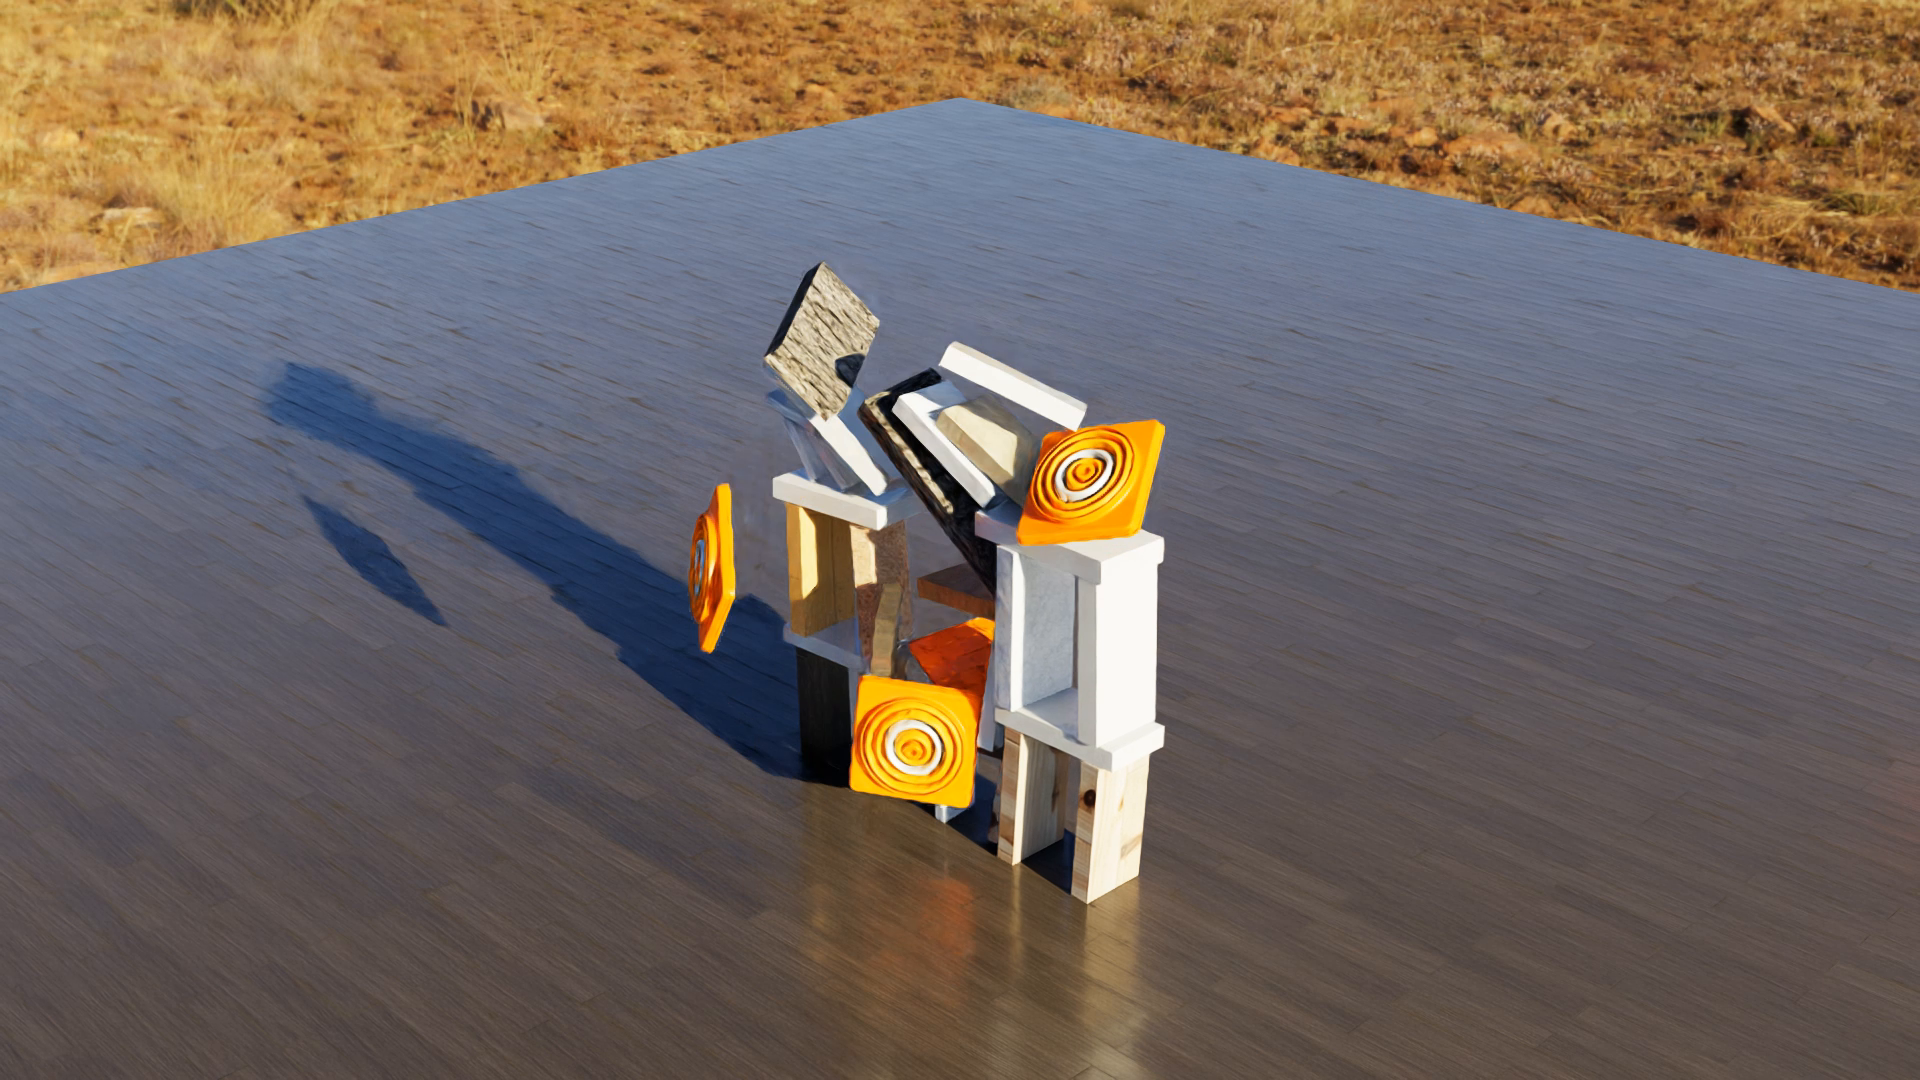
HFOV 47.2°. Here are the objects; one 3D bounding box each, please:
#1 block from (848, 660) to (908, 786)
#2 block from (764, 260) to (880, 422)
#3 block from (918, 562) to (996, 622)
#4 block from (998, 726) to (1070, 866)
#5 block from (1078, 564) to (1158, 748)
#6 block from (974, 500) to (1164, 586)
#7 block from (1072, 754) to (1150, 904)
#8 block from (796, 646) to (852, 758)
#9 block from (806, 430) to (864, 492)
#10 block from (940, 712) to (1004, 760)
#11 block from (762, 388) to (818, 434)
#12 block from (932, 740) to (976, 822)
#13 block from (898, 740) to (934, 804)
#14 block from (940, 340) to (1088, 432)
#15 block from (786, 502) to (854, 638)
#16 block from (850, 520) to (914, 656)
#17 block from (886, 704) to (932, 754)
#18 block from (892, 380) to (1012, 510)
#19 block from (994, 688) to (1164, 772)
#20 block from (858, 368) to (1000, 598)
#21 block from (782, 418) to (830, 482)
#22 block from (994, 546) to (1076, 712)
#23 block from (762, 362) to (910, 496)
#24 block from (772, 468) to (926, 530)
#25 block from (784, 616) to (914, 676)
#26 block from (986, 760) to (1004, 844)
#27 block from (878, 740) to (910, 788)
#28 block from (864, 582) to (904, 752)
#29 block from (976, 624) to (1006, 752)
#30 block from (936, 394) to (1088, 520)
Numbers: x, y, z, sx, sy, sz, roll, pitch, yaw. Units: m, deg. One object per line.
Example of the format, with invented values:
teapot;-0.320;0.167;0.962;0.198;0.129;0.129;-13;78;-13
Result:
block;-0.166;0.368;4.565;0.127;0.255;0.036;-20;28;-39
block;-0.270;-0.398;4.358;0.049;0.174;0.348;-33;22;29
block;0.055;0.104;4.265;0.132;0.037;0.265;-18;24;-40
block;0.146;0.472;4.269;0.042;0.293;0.147;25;33;39
block;0.287;0.200;4.009;0.162;0.324;0.046;-20;28;-40
block;0.197;-0.007;4.023;0.162;0.046;0.324;-20;29;-39
block;0.284;0.526;4.143;0.042;0.293;0.147;25;33;39
block;-0.283;0.324;4.671;0.127;0.255;0.036;-21;29;-41
block;-0.244;-0.169;4.418;0.070;0.020;0.140;-23;75;-45
block;0.064;0.391;4.326;0.181;0.026;0.090;16;25;25
block;-0.322;-0.264;4.433;0.140;0.020;0.070;32;35;24
block;-0.011;0.470;4.410;0.026;0.181;0.090;25;39;38
block;-0.076;0.462;4.486;0.019;0.136;0.068;-3;27;46
block;0.101;-0.285;4.053;0.275;0.039;0.138;26;10;1
block;-0.287;0.042;4.546;0.041;0.288;0.144;19;30;40
block;-0.158;0.076;4.458;0.041;0.288;0.144;7;22;28
block;-0.125;0.384;4.479;0.068;0.019;0.136;-27;34;-25
block;0.011;-0.182;4.158;0.138;0.039;0.275;-22;61;-44
block;0.223;0.345;4.136;0.293;0.042;0.147;21;30;40
block;0.008;-0.111;4.216;0.174;0.049;0.459;-29;75;-31
block;-0.301;-0.194;4.457;0.020;0.139;0.070;-22;4;42
block;0.141;0.146;4.137;0.162;0.324;0.046;-19;30;-39
block;-0.225;-0.243;4.381;0.348;0.049;0.174;48;25;11
block;-0.224;-0.092;4.433;0.288;0.041;0.144;17;27;38
block;-0.232;0.209;4.567;0.255;0.036;0.127;19;30;38
block;0.100;0.501;4.340;0.026;0.181;0.090;22;28;25
block;-0.135;0.437;4.547;0.068;0.136;0.019;-31;16;-35
block;-0.151;0.255;4.365;0.037;0.316;0.132;8;31;3
block;0.101;0.267;4.251;0.037;0.265;0.132;22;28;29
block;0.097;-0.158;4.113;0.275;0.039;0.138;44;41;20
